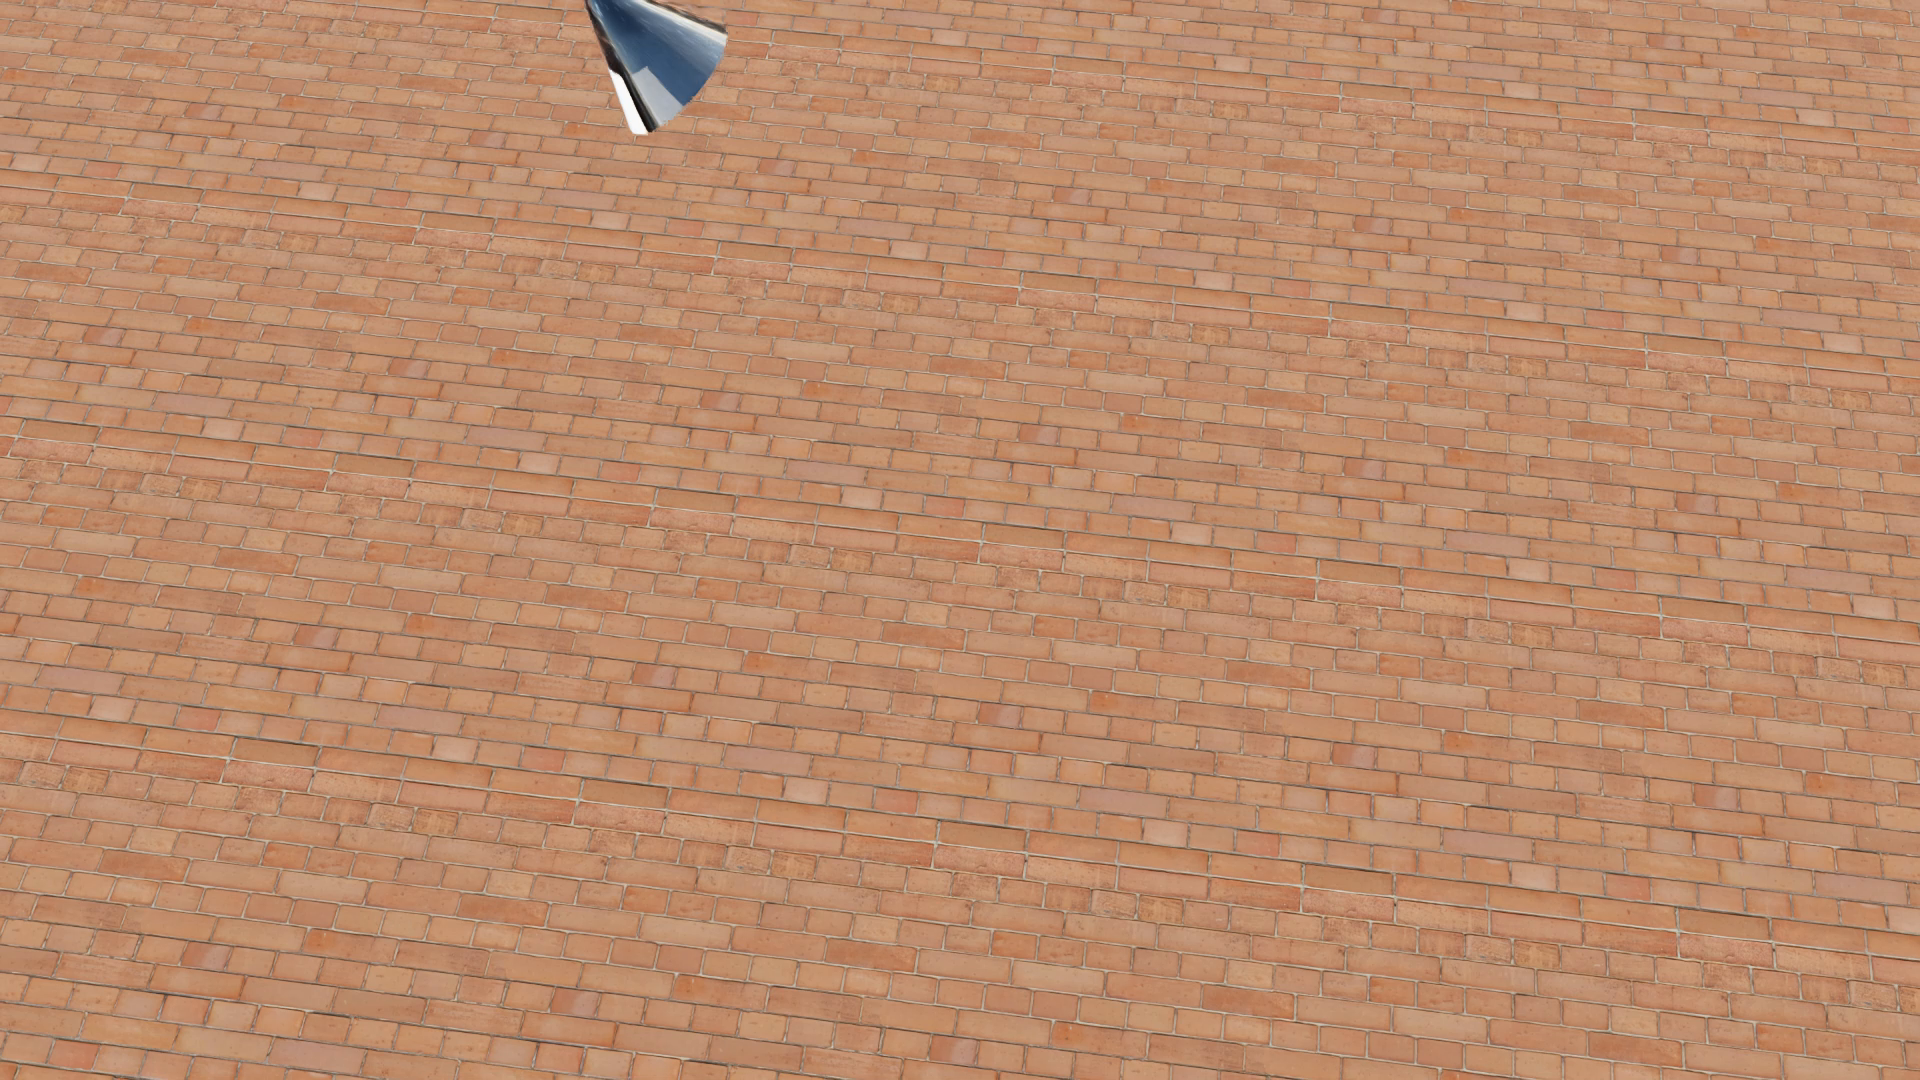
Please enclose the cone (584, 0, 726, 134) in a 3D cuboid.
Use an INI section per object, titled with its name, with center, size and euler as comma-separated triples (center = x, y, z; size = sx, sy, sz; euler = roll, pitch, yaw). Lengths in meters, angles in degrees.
[cone]
center = -0.520, -0.802, 3.429
size = 0.206, 0.235, 0.250
euler = -22, 40, 33
